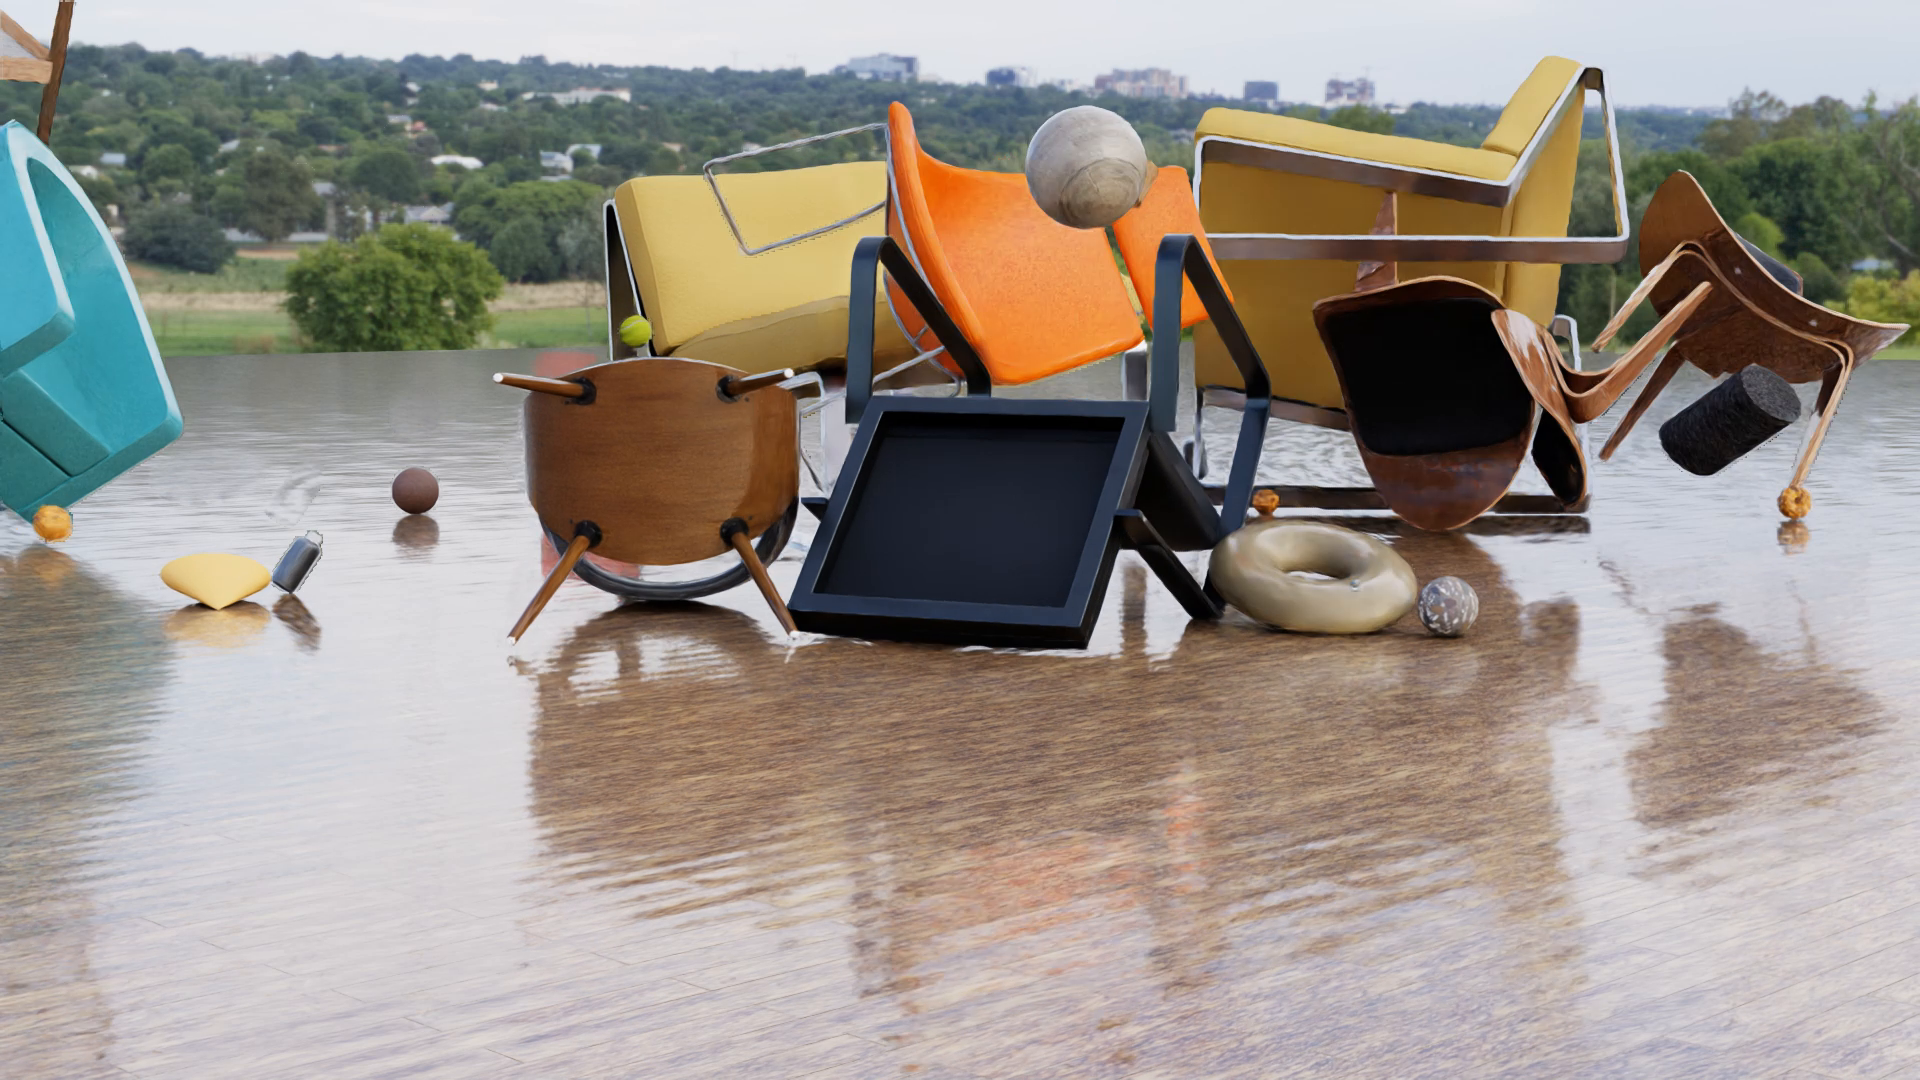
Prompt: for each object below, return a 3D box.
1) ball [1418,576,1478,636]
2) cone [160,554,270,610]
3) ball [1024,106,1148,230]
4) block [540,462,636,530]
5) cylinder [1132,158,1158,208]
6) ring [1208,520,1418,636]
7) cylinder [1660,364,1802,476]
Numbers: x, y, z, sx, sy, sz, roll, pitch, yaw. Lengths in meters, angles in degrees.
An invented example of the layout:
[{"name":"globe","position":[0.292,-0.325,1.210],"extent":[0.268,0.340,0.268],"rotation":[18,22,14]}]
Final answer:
[{"name":"ball","position":[0.892,0.122,4.691],"extent":[0.111,0.111,0.111],"rotation":[0,6,0]},{"name":"cone","position":[-1.489,0.106,5.142],"extent":[0.217,0.102,0.170],"rotation":[3,22,-18]},{"name":"ball","position":[0.209,-0.617,4.247],"extent":[0.202,0.202,0.202],"rotation":[0,6,0]},{"name":"block","position":[-0.976,-0.115,6.717],"extent":[0.238,0.145,0.146],"rotation":[-1,15,-12]},{"name":"cylinder","position":[0.311,-0.659,4.694],"extent":[0.082,0.093,0.043],"rotation":[27,-36,3]},{"name":"ring","position":[0.667,0.069,4.865],"extent":[0.374,0.092,0.429],"rotation":[-14,28,-28]},{"name":"cylinder","position":[1.917,-0.296,6.388],"extent":[0.235,0.161,0.265],"rotation":[6,-33,-39]}]
